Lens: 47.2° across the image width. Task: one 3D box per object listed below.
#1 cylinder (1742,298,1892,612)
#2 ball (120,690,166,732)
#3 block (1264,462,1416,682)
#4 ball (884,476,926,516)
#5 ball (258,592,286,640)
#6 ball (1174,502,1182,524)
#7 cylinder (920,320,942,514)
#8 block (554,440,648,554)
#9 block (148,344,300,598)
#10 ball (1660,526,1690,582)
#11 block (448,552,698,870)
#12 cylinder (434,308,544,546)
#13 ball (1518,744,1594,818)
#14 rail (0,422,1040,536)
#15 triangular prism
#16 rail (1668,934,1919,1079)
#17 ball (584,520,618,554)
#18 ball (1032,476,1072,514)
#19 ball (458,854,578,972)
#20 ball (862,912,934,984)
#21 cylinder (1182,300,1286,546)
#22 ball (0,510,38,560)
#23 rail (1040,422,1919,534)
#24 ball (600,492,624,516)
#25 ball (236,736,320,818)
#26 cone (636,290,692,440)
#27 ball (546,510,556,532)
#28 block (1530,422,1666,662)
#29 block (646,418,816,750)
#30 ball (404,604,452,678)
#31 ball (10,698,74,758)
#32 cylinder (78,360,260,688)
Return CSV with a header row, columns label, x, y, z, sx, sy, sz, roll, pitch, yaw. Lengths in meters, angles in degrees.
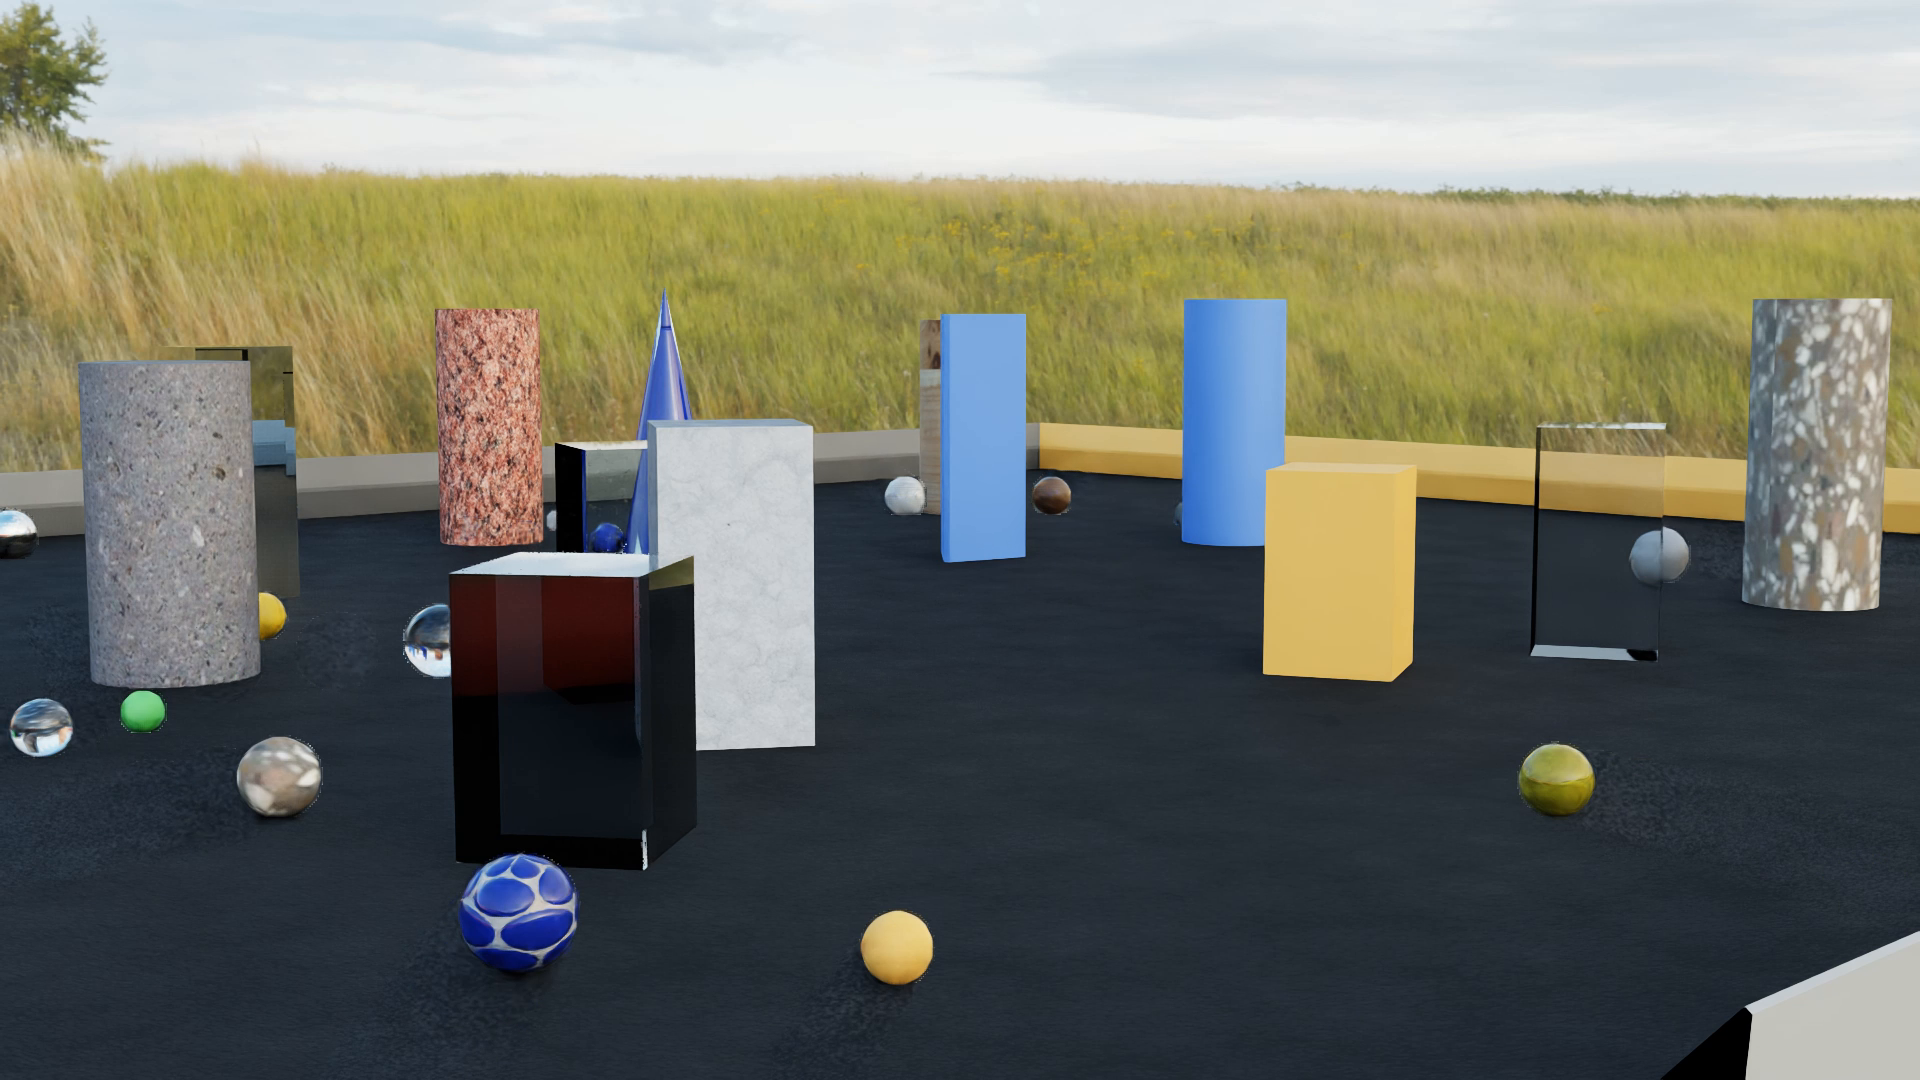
label,x,y,z,sx,sy,sz,roll,pitch,yaw
cylinder,1.298,-0.134,3.336,0.196,0.461,0.196,0,6,0
ball,-0.864,0.181,2.326,0.044,0.044,0.044,0,6,0
block,0.473,0.035,2.730,0.157,0.251,0.157,2,6,20
ball,-0.119,-0.094,4.751,0.087,0.087,0.087,0,6,0
ball,-0.946,0.103,2.975,0.065,0.065,0.065,0,6,0
ball,0.468,-0.055,4.558,0.049,0.049,0.049,0,6,0
cylinder,0.008,-0.274,4.859,0.196,0.423,0.196,0,6,0
block,-0.387,0.028,2.631,0.157,0.285,0.157,-3,6,-23
block,-1.140,-0.105,3.409,0.157,0.389,0.157,-6,8,-44
ball,1.145,0.024,3.599,0.092,0.092,0.092,0,6,0
block,-0.318,0.137,1.830,0.157,0.236,0.157,1,6,9
cylinder,-0.906,-0.221,4.235,0.196,0.447,0.196,0,6,0
ball,0.526,0.212,1.937,0.065,0.065,0.065,0,6,0
rail,-1.315,-0.115,4.749,4.233,0.127,0.045,-5,8,-42
triangular prism,0.008,-0.189,3.978,0.170,0.437,0.147,-4,7,-33
rail,1.315,0.181,1.914,4.233,0.127,0.045,-5,8,-42
ball,-0.632,-0.005,3.866,0.058,0.058,0.058,0,6,0
ball,0.200,-0.097,4.793,0.084,0.084,0.084,0,6,0
ball,-0.297,0.252,1.484,0.079,0.079,0.079,0,6,0
ball,-0.042,0.270,1.457,0.048,0.048,0.048,0,6,0
cylinder,0.527,-0.230,4.234,0.196,0.464,0.196,0,6,0
ball,-1.698,-0.009,3.936,0.088,0.088,0.088,0,6,0
rail,1.538,-0.115,4.743,0.045,0.127,3.926,-5,8,-42
ball,-0.753,-0.077,4.763,0.051,0.051,0.051,0,6,0
ball,-0.599,0.209,1.935,0.071,0.071,0.071,0,6,0
cone,-0.513,-0.199,3.841,0.196,0.486,0.196,0,6,0
ball,-0.815,-0.039,4.440,0.042,0.042,0.042,0,6,0
block,0.836,-0.003,2.876,0.157,0.295,0.157,2,6,18
block,-0.241,0.042,2.299,0.157,0.327,0.157,-1,6,-11
ball,-0.630,0.123,2.671,0.089,0.089,0.089,0,6,0
ball,-0.917,0.188,2.196,0.059,0.059,0.059,0,6,0
cylinder,-0.959,-0.025,2.675,0.196,0.382,0.196,0,6,0
